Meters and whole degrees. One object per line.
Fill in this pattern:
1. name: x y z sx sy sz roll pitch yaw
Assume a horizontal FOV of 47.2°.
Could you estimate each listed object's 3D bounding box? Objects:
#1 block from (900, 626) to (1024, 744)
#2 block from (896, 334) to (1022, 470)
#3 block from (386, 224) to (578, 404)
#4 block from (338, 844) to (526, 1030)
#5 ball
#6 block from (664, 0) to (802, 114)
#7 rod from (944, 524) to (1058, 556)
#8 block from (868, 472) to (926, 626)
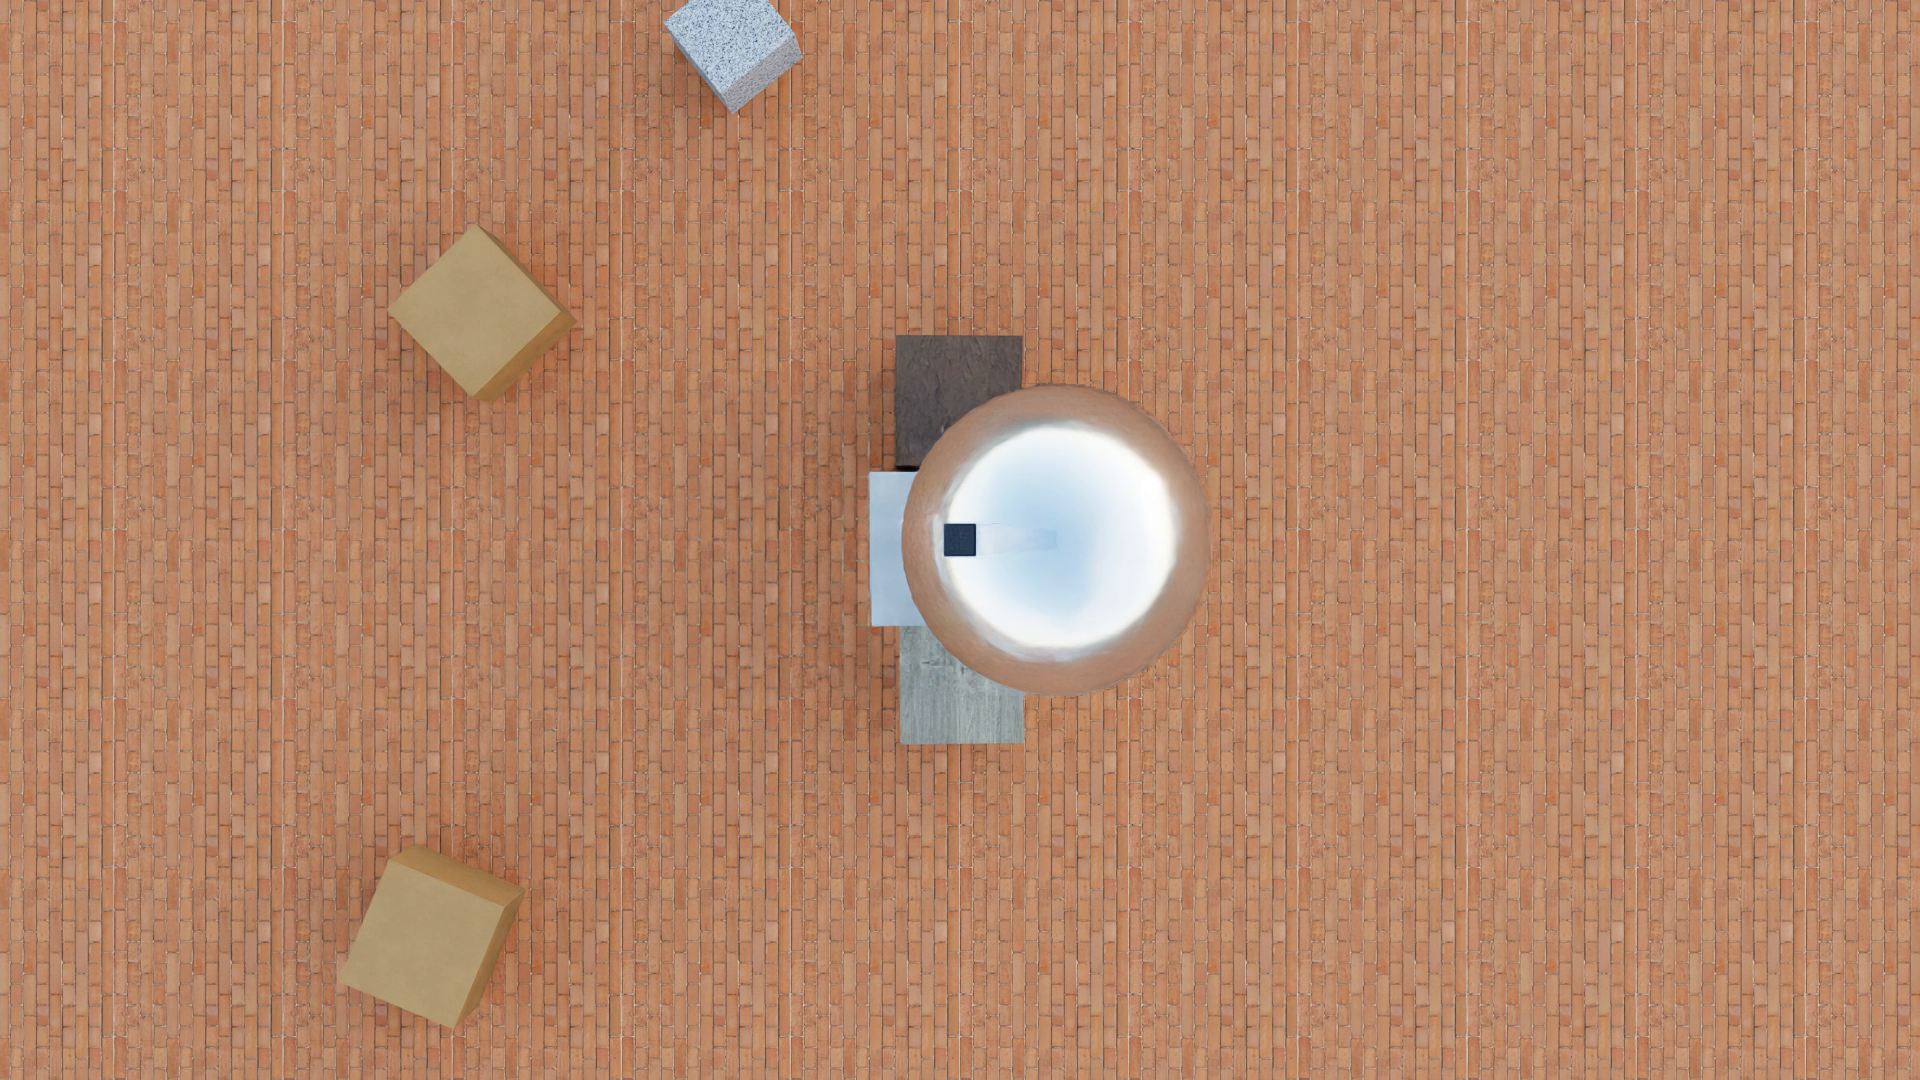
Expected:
1. block: 0.008 0.812 12.679 0.693 0.642 0.668 -1 90 0
2. block: -0.005 -0.771 12.596 0.702 0.808 0.728 0 90 0
3. block: -2.750 -1.298 12.716 0.701 0.568 0.694 -44 90 0
4. block: -3.030 2.274 12.684 0.704 0.631 0.746 23 90 0
5. ball: 0.494 0.000 11.287 1.600 1.600 1.600 0 90 0
6. block: -1.300 -2.883 12.693 0.536 0.614 0.516 -39 90 0
7. rod: 0.214 0.000 7.899 0.080 5.200 0.080 0 90 5
8. block: -0.113 0.046 12.612 0.774 0.776 0.857 -1 90 0
